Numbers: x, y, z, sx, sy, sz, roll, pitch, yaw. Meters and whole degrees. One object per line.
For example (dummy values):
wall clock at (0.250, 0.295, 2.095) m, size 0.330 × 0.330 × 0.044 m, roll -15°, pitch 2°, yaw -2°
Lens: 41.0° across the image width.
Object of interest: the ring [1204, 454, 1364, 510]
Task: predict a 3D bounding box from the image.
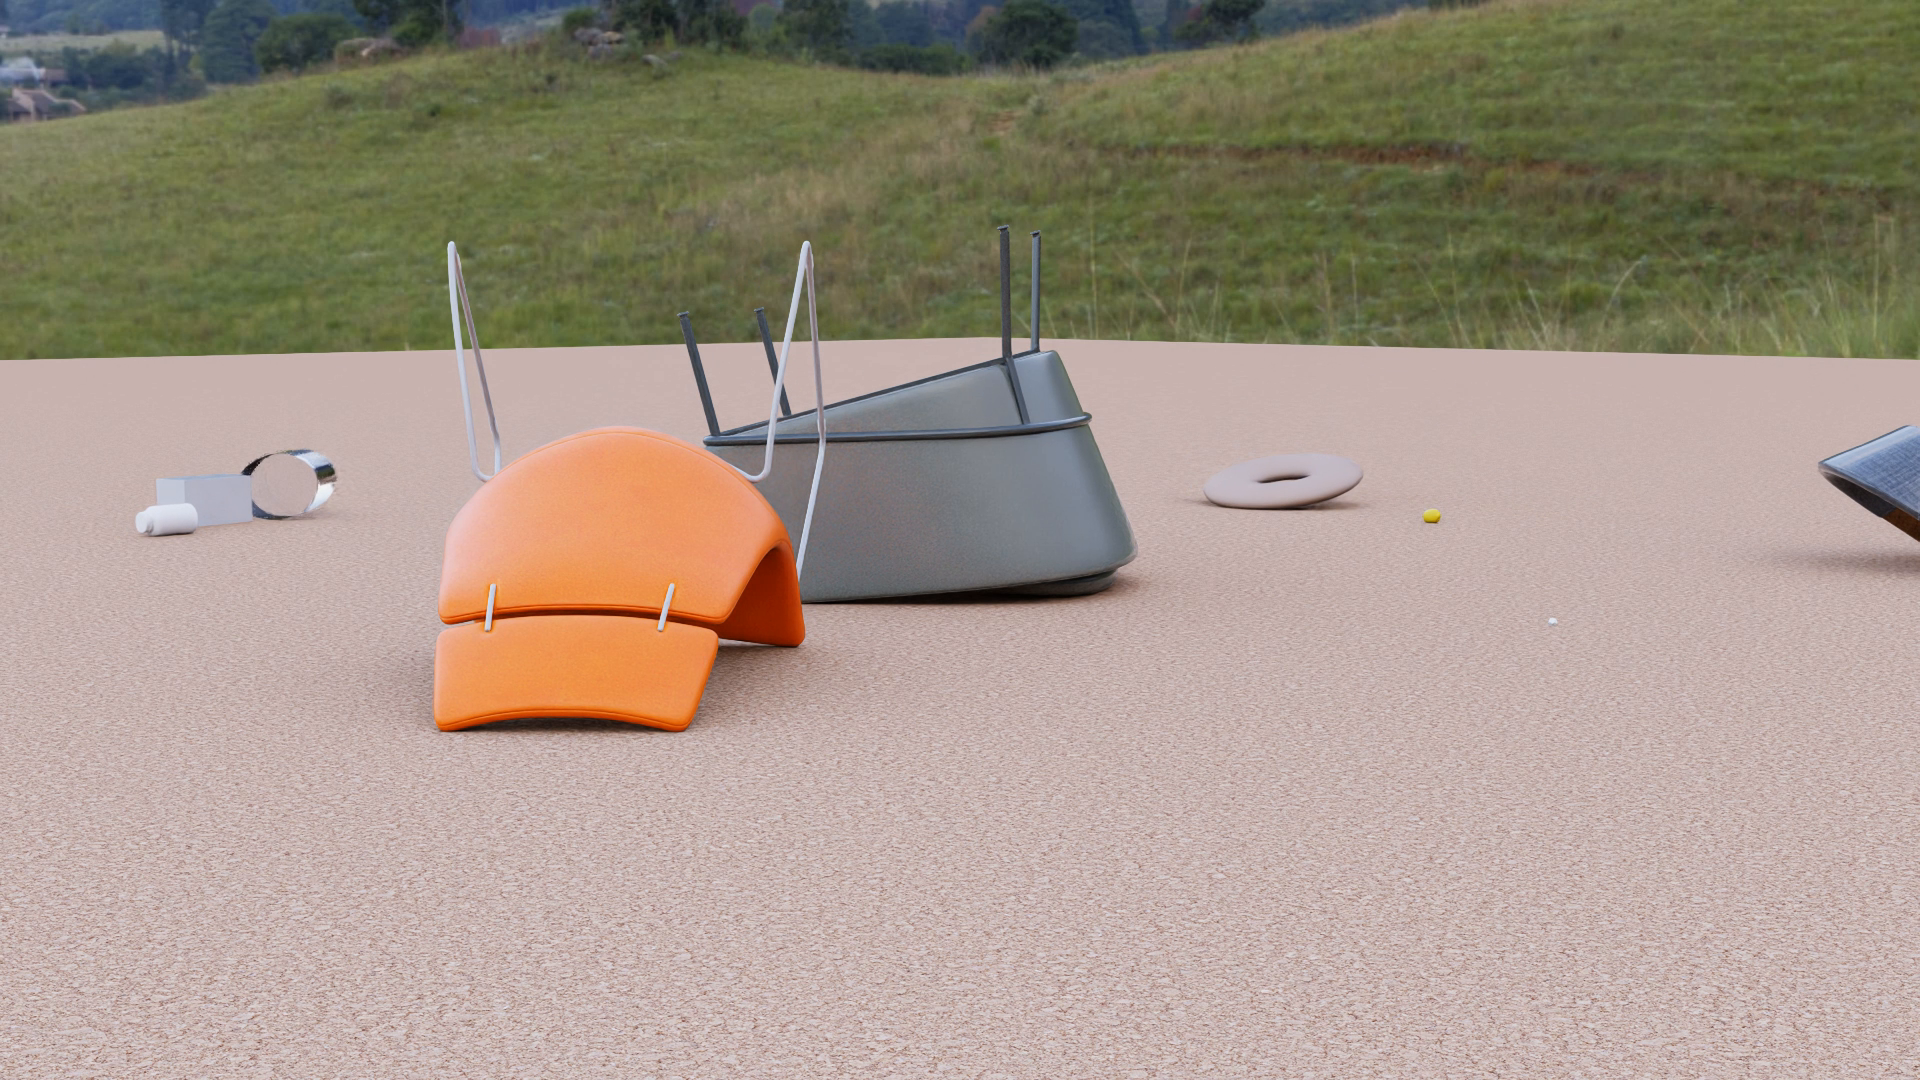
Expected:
ring at (0.933, -0.169, 7.403) m, size 0.466 × 0.066 × 0.436 m, roll -1°, pitch 18°, yaw 28°

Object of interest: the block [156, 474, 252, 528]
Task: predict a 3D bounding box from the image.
block at (-2.012, -0.106, 6.834) m, size 0.114 × 0.124 × 0.218 m, roll 4°, pitch 7°, yaw 35°

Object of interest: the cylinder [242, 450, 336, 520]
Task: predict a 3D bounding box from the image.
cylinder at (-1.841, -0.152, 7.011) m, size 0.226 × 0.177 × 0.179 m, roll -14°, pitch 5°, yaw 4°
